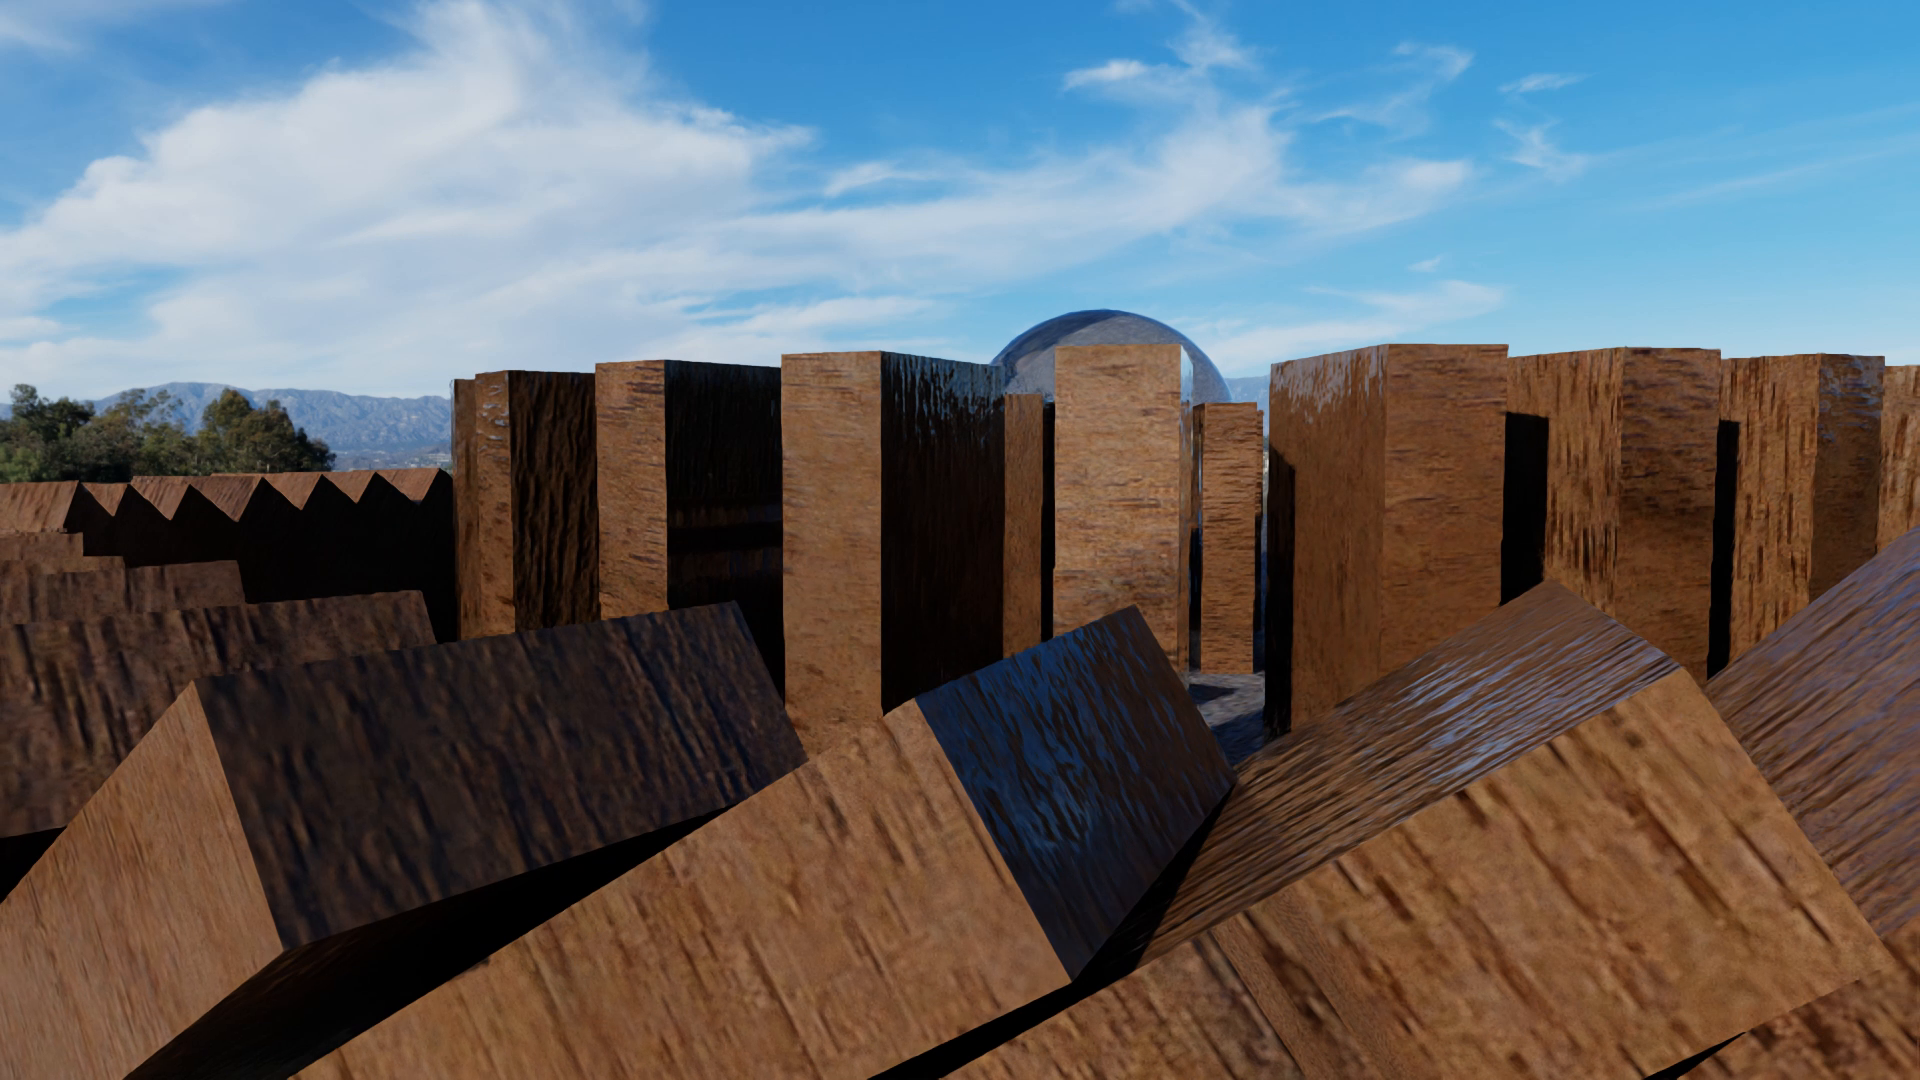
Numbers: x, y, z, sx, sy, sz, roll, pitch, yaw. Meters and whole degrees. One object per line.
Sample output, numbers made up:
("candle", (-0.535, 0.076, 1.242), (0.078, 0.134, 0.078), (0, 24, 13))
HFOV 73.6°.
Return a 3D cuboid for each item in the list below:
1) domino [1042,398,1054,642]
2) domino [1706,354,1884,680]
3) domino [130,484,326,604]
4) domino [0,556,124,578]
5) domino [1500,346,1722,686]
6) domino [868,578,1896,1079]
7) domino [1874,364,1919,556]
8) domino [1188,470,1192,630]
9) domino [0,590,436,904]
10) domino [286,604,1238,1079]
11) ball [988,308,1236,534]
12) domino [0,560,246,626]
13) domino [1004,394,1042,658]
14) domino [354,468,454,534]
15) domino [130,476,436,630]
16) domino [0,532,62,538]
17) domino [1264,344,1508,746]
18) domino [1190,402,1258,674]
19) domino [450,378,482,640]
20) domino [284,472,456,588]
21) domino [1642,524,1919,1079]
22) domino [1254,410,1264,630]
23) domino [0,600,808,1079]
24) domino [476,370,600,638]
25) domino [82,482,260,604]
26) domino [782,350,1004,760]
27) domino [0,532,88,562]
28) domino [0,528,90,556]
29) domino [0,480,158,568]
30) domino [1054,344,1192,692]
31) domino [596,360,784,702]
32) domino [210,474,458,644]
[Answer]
("domino", (0.003, 0.001, 0.223), (0.025, 0.050, 0.009), (2, 5, 25))
("domino", (0.070, 0.008, 0.121), (0.009, 0.050, 0.025), (-2, 5, -27))
("domino", (-0.119, 0.009, 0.205), (0.025, 0.010, 0.050), (1, -31, 11))
("domino", (-0.079, 0.018, 0.100), (0.025, 0.009, 0.050), (-3, -26, -33))
("domino", (0.052, 0.009, 0.114), (0.009, 0.050, 0.025), (-1, 4, -17))
("domino", (0.007, 0.020, 0.054), (0.050, 0.009, 0.025), (-35, -6, 16))
("domino", (0.087, 0.007, 0.134), (0.025, 0.050, 0.010), (4, 6, 43))
("domino", (0.047, -0.005, 0.305), (0.010, 0.050, 0.025), (0, 4, -4))
("domino", (-0.051, 0.020, 0.074), (0.025, 0.009, 0.050), (-5, -26, -46))
("domino", (-0.014, 0.021, 0.059), (0.050, 0.010, 0.025), (-33, -9, 22))
("ball", (0.039, -0.025, 0.362), (0.080, 0.080, 0.080), (0, 4, 0))
("domino", (-0.065, 0.018, 0.085), (0.025, 0.009, 0.050), (-6, -25, -40))
("domino", (0.000, 0.002, 0.201), (0.025, 0.050, 0.010), (0, 4, 0))
("domino", (-0.103, 0.003, 0.270), (0.025, 0.010, 0.050), (0, -32, 28))
("domino", (-0.117, 0.007, 0.222), (0.025, 0.009, 0.050), (1, -32, 15))
("domino", (-0.101, 0.015, 0.132), (0.025, 0.010, 0.050), (-3, -26, -21))
("domino", (0.035, 0.009, 0.111), (0.010, 0.050, 0.025), (0, 4, -6))
("domino", (0.051, -0.001, 0.248), (0.010, 0.050, 0.025), (0, 4, 5))
("domino", (-0.049, 0.006, 0.160), (0.025, 0.050, 0.009), (-2, 5, -24))
("domino", (-0.110, 0.005, 0.255), (0.025, 0.010, 0.050), (1, -32, 26))
("domino", (0.029, 0.019, 0.052), (0.050, 0.009, 0.025), (-41, -4, 11))
("domino", (0.065, -0.005, 0.305), (0.010, 0.050, 0.025), (0, 4, 7))
("domino", (-0.033, 0.020, 0.064), (0.050, 0.009, 0.025), (-36, -16, 32))
("domino", (-0.039, 0.007, 0.144), (0.025, 0.050, 0.009), (-4, 6, -40))
("domino", (-0.119, 0.010, 0.187), (0.025, 0.010, 0.050), (-1, -32, 4))
("domino", (-0.005, 0.009, 0.119), (0.010, 0.050, 0.025), (2, 5, 25))
("domino", (-0.090, 0.016, 0.114), (0.025, 0.010, 0.050), (-5, -26, -29))
("domino", (-0.110, 0.014, 0.151), (0.025, 0.010, 0.050), (-1, -26, -13))
("domino", (-0.117, 0.011, 0.168), (0.025, 0.009, 0.050), (-2, -32, -4))
("domino", (0.015, 0.009, 0.112), (0.009, 0.050, 0.025), (1, 4, 12))
("domino", (-0.023, 0.008, 0.129), (0.009, 0.050, 0.025), (3, 5, 36))
("domino", (-0.114, 0.006, 0.239), (0.025, 0.009, 0.050), (1, -32, 20))
